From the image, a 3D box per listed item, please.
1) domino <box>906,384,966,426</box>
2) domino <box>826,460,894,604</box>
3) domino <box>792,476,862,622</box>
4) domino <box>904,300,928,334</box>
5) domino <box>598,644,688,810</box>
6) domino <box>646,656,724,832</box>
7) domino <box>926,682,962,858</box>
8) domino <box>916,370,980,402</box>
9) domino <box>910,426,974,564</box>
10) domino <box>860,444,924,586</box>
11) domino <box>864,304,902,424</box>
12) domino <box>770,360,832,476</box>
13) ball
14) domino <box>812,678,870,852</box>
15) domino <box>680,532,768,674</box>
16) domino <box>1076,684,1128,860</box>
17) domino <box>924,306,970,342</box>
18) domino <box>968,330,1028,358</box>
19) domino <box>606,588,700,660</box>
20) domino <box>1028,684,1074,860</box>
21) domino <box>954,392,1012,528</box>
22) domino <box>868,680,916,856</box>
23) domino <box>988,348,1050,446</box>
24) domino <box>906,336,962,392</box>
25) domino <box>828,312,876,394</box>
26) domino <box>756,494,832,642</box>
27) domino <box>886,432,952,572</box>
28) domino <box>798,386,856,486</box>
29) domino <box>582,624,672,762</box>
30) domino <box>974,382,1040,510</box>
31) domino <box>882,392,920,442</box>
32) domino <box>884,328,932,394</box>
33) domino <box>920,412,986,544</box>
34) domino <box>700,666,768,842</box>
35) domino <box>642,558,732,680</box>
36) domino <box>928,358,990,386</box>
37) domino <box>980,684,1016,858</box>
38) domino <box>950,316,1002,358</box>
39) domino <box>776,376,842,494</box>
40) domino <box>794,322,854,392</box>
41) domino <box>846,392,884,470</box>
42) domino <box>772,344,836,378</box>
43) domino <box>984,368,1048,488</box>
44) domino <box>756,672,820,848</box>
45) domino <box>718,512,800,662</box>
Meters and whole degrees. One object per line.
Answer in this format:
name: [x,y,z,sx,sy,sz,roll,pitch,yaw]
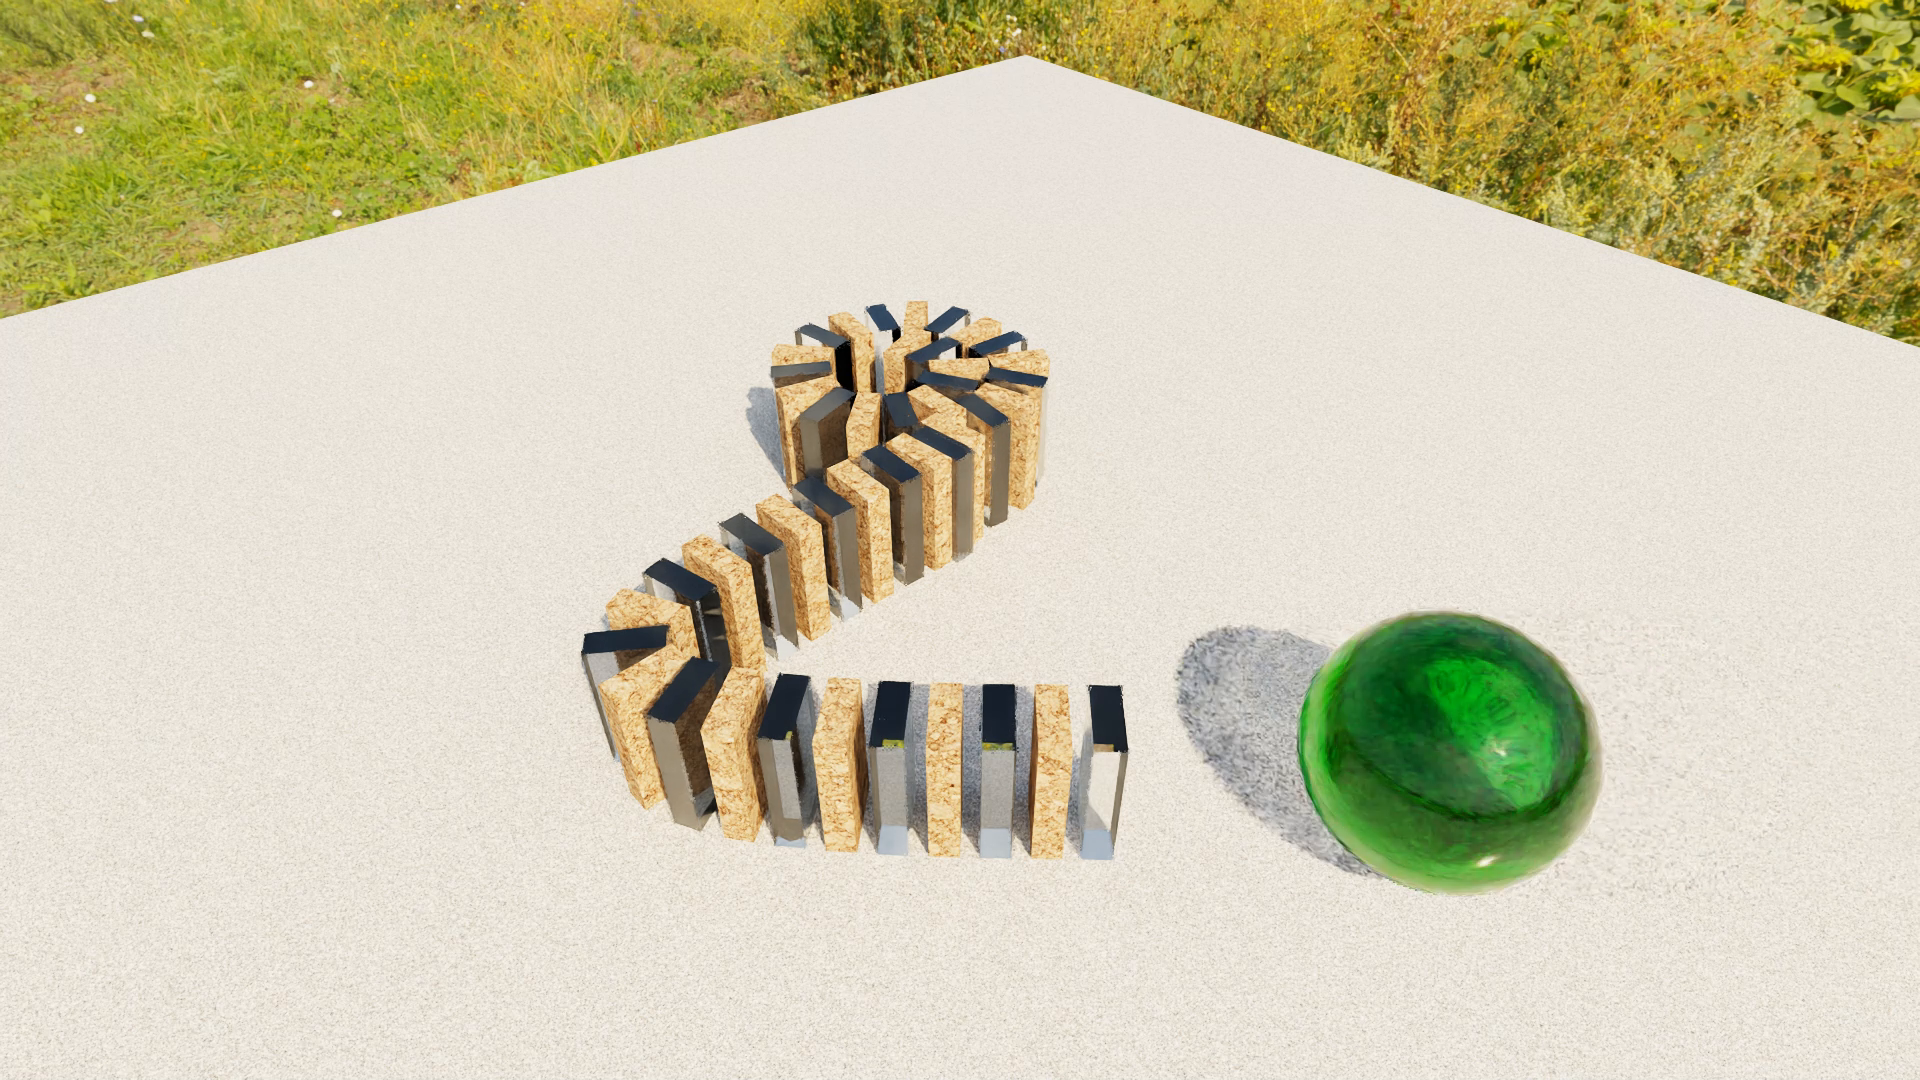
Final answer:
domino: [-0.010,-0.036,0.456,0.009,0.050,0.025,-30,48,-32]
domino: [-0.037,-0.003,0.415,0.010,0.050,0.025,-29,47,-31]
domino: [-0.049,0.004,0.407,0.010,0.050,0.025,-30,48,-31]
domino: [-0.020,-0.083,0.513,0.009,0.050,0.025,1,39,2]
domino: [-0.093,0.058,0.340,0.025,0.050,0.009,-32,49,-33]
domino: [-0.080,0.063,0.335,0.009,0.050,0.025,14,41,16]
domino: [-0.004,0.069,0.327,0.010,0.050,0.025,1,39,1]
domino: [-0.005,-0.046,0.468,0.025,0.050,0.009,12,41,15]
domino: [-0.007,-0.018,0.433,0.025,0.050,0.010,30,48,32]
domino: [-0.026,-0.009,0.423,0.010,0.050,0.025,-29,47,-30]
domino: [-0.035,-0.081,0.510,0.010,0.050,0.025,-13,41,-16]
domino: [-0.066,-0.052,0.475,0.025,0.050,0.010,-7,40,-8]
ball: [0.138,0.060,0.315,0.080,0.080,0.080,0,39,0]
domino: [-0.035,0.068,0.329,0.009,0.050,0.025,3,39,4]
domino: [-0.081,0.024,0.382,0.025,0.050,0.010,29,48,31]
domino: [0.042,0.070,0.327,0.009,0.050,0.025,1,39,1]
domino: [-0.006,-0.079,0.508,0.010,0.050,0.025,21,44,24]
domino: [0.017,-0.066,0.492,0.025,0.050,0.009,-25,45,-27]
domino: [-0.099,0.040,0.362,0.025,0.050,0.010,14,41,16]
domino: [0.026,0.069,0.327,0.010,0.050,0.025,1,39,1]
domino: [0.009,-0.032,0.451,0.009,0.050,0.025,-25,46,-27]
domino: [-0.020,0.069,0.328,0.009,0.050,0.025,2,39,3]
domino: [0.025,-0.058,0.482,0.025,0.050,0.010,-9,40,-10]
domino: [-0.011,-0.062,0.488,0.009,0.050,0.025,32,49,33]
domino: [-0.049,-0.076,0.505,0.009,0.050,0.025,-22,44,-25]
domino: [-0.060,0.010,0.399,0.010,0.050,0.025,-32,49,-33]
domino: [-0.016,-0.014,0.429,0.025,0.050,0.009,30,48,32]
domino: [-0.053,-0.035,0.454,0.009,0.050,0.025,22,44,25]
domino: [-0.102,0.050,0.351,0.025,0.050,0.010,-5,40,-6]
domino: [0.019,-0.039,0.459,0.025,0.050,0.009,21,44,24]
domino: [-0.023,-0.032,0.451,0.010,0.050,0.025,-10,40,-12]
domino: [-0.023,-0.066,0.493,0.009,0.050,0.025,19,43,21]
domino: [-0.003,-0.024,0.440,0.025,0.050,0.009,29,48,31]
domino: [-0.065,0.065,0.332,0.009,0.050,0.025,7,40,9]
domino: [-0.091,0.032,0.372,0.025,0.050,0.010,24,45,26]
domino: [0.000,-0.054,0.478,0.025,0.050,0.010,-3,39,-3]
domino: [0.011,0.069,0.327,0.010,0.050,0.025,1,39,1]
domino: [0.007,-0.074,0.501,0.010,0.050,0.025,29,48,31]
domino: [-0.062,-0.043,0.464,0.025,0.050,0.009,-17,42,-20]
domino: [-0.060,-0.070,0.497,0.025,0.050,0.009,28,47,30]
domino: [-0.038,-0.032,0.451,0.009,0.050,0.025,4,40,5]
domino: [-0.067,-0.062,0.487,0.025,0.050,0.010,6,40,7]
domino: [0.023,-0.048,0.470,0.025,0.050,0.010,13,41,15]
domino: [-0.050,0.067,0.330,0.009,0.050,0.025,4,40,5]
domino: [-0.071,0.017,0.390,0.025,0.050,0.010,32,49,33]
